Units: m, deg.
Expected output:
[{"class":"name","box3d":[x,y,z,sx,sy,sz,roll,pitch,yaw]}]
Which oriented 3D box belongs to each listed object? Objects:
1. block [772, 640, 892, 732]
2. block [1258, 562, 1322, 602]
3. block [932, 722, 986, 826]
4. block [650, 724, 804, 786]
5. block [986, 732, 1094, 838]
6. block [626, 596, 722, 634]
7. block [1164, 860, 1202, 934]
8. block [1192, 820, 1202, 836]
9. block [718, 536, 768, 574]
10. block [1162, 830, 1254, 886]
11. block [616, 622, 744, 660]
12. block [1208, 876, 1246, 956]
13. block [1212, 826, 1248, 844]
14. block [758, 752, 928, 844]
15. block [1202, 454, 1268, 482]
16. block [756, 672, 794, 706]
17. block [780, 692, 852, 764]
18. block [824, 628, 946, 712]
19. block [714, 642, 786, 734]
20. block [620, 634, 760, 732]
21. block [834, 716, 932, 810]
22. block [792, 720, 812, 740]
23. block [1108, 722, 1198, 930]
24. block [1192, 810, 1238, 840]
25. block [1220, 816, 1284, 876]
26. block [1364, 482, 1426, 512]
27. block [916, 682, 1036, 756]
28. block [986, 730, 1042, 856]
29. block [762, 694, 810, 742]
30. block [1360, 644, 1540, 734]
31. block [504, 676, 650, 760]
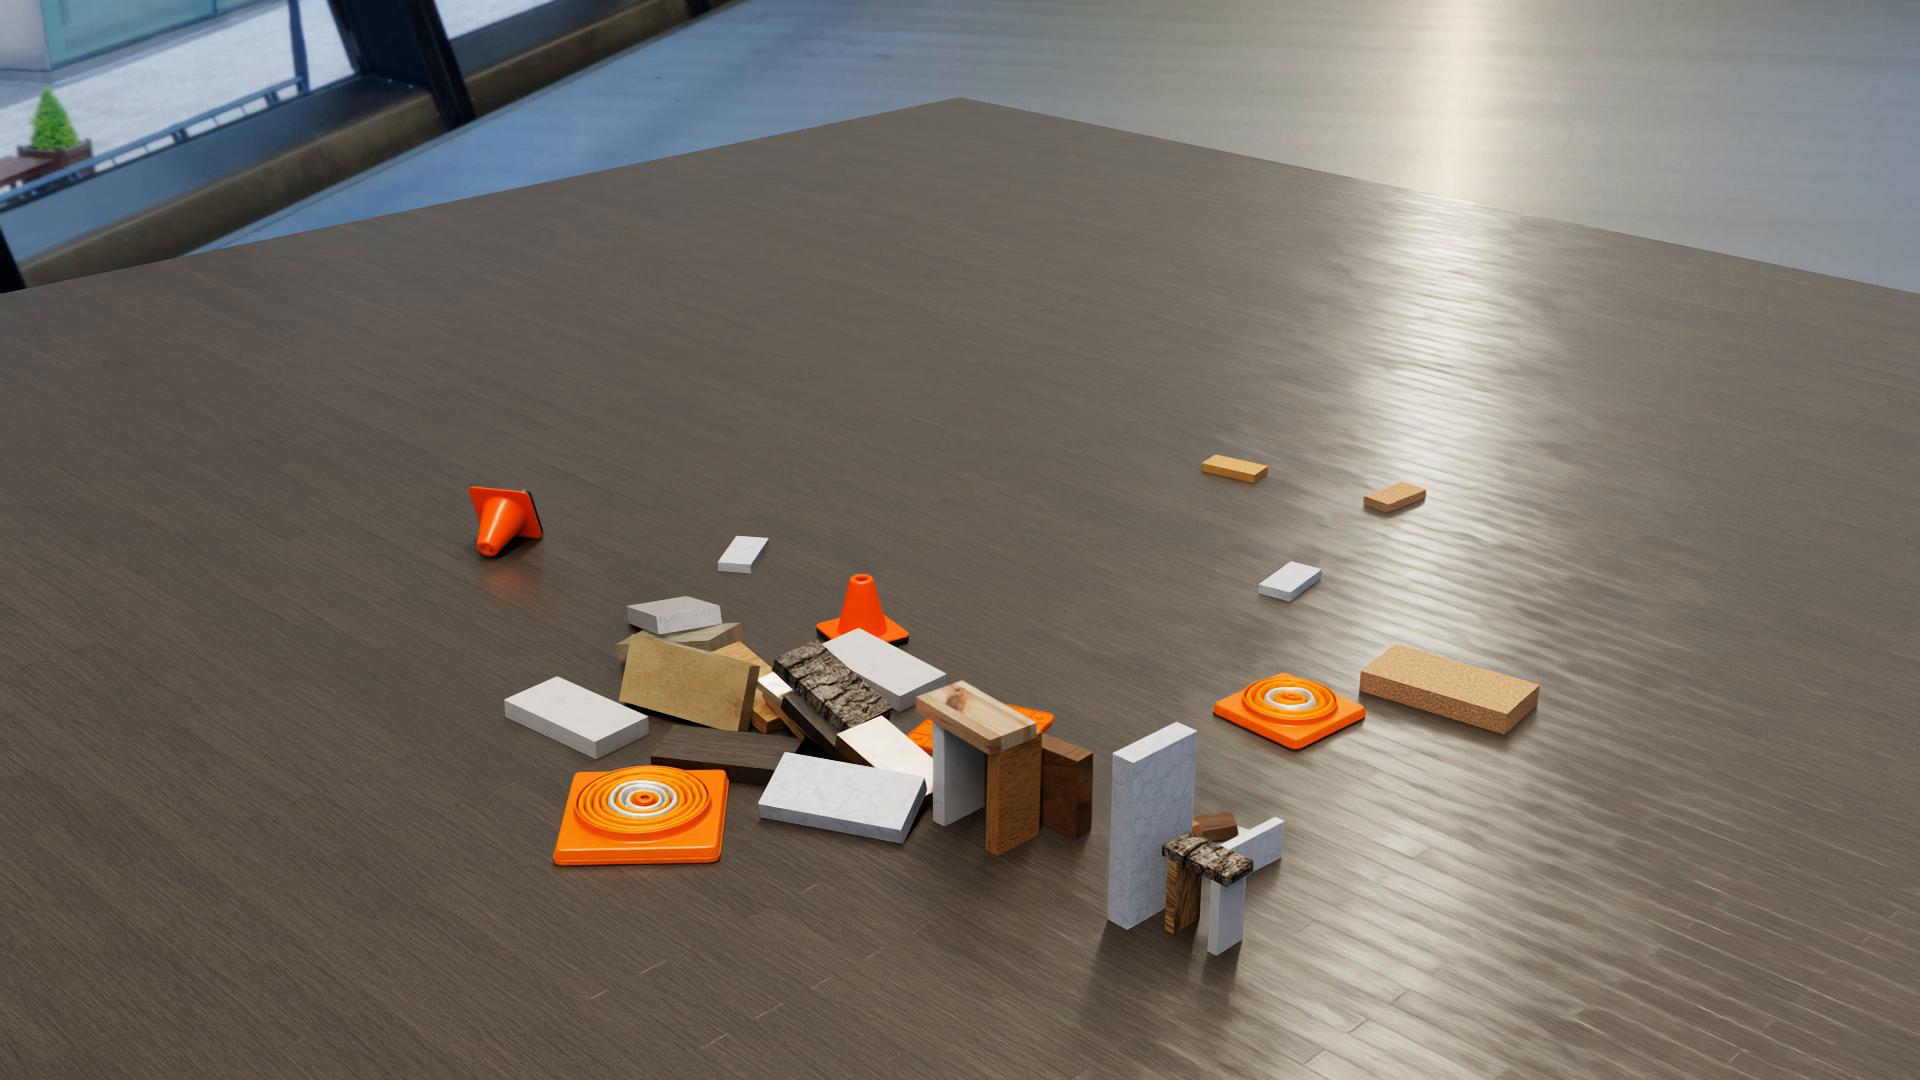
[{"class":"block","box3d":[-0.274,0.318,4.707,0.247,0.035,0.124,39,42,27]},{"class":"block","box3d":[0.824,0.102,5.488,0.086,0.024,0.173,15,27,32]},{"class":"block","box3d":[-0.002,0.447,4.410,0.033,0.232,0.116,21,31,41]},{"class":"block","box3d":[-0.489,0.455,4.636,0.290,0.041,0.145,5,24,12]},{"class":"block","box3d":[0.113,0.462,4.449,0.350,0.175,0.050,18,29,37]},{"class":"block","box3d":[-0.675,0.176,5.173,0.150,0.043,0.301,-9,6,-21]},{"class":"block","box3d":[0.413,0.643,4.053,0.021,0.151,0.076,21,31,41]},{"class":"block","box3d":[0.394,0.560,4.332,0.086,0.024,0.173,-16,15,-21]},{"class":"block","box3d":[-0.555,0.037,5.643,0.086,0.024,0.173,4,23,10]},{"class":"block","box3d":[0.449,0.577,3.986,0.151,0.021,0.076,21,31,41]},{"class":"block","box3d":[-0.645,0.233,5.053,0.264,0.037,0.132,-4,14,29]},{"class":"block","box3d":[0.484,0.670,3.987,0.021,0.151,0.076,21,31,41]},{"class":"block","box3d":[0.504,0.603,4.310,0.080,0.023,0.160,18,29,36]},{"class":"block","box3d":[-0.236,0.518,4.430,0.307,0.041,0.145,8,44,18]},{"class":"block","box3d":[0.775,-0.202,6.207,0.166,0.023,0.083,15,27,31]},{"class":"block","box3d":[-0.367,0.337,4.761,0.145,0.021,0.072,36,40,30]},{"class":"block","box3d":[-0.254,0.400,4.669,0.124,0.035,0.247,-21,51,-40]},{"class":"block","box3d":[-0.185,0.292,4.991,0.290,0.041,0.145,25,35,38]},{"class":"block","box3d":[-0.460,0.326,4.867,0.132,0.037,0.264,-21,44,-40]},{"class":"block","box3d":[-0.594,0.314,4.822,0.319,0.150,0.043,13,3,27]},{"class":"block","box3d":[-0.132,0.463,4.552,0.124,0.035,0.247,-20,44,-39]},{"class":"block","box3d":[-0.285,0.412,4.716,0.072,0.021,0.145,-22,47,-40]},{"class":"block","box3d":[0.355,0.528,4.067,0.175,0.350,0.050,-21,31,-40]},{"class":"block","box3d":[0.464,0.571,4.334,0.160,0.023,0.080,-10,14,3]},{"class":"block","box3d":[0.562,0.600,4.244,0.160,0.080,0.023,-19,30,-38]},{"class":"block","box3d":[1.189,-0.118,6.009,0.166,0.023,0.083,-19,29,-37]},{"class":"block","box3d":[0.031,0.347,4.306,0.116,0.033,0.232,-17,28,-35]},{"class":"block","box3d":[0.105,0.491,4.305,0.116,0.232,0.033,-21,32,-40]},{"class":"block","box3d":[-0.358,0.370,4.778,0.072,0.021,0.145,-22,59,-40]},{"class":"block","box3d":[1.093,0.330,4.919,0.350,0.050,0.175,16,28,33]},{"class":"block","box3d":[-0.838,0.386,4.798,0.301,0.043,0.150,18,29,37]}]
